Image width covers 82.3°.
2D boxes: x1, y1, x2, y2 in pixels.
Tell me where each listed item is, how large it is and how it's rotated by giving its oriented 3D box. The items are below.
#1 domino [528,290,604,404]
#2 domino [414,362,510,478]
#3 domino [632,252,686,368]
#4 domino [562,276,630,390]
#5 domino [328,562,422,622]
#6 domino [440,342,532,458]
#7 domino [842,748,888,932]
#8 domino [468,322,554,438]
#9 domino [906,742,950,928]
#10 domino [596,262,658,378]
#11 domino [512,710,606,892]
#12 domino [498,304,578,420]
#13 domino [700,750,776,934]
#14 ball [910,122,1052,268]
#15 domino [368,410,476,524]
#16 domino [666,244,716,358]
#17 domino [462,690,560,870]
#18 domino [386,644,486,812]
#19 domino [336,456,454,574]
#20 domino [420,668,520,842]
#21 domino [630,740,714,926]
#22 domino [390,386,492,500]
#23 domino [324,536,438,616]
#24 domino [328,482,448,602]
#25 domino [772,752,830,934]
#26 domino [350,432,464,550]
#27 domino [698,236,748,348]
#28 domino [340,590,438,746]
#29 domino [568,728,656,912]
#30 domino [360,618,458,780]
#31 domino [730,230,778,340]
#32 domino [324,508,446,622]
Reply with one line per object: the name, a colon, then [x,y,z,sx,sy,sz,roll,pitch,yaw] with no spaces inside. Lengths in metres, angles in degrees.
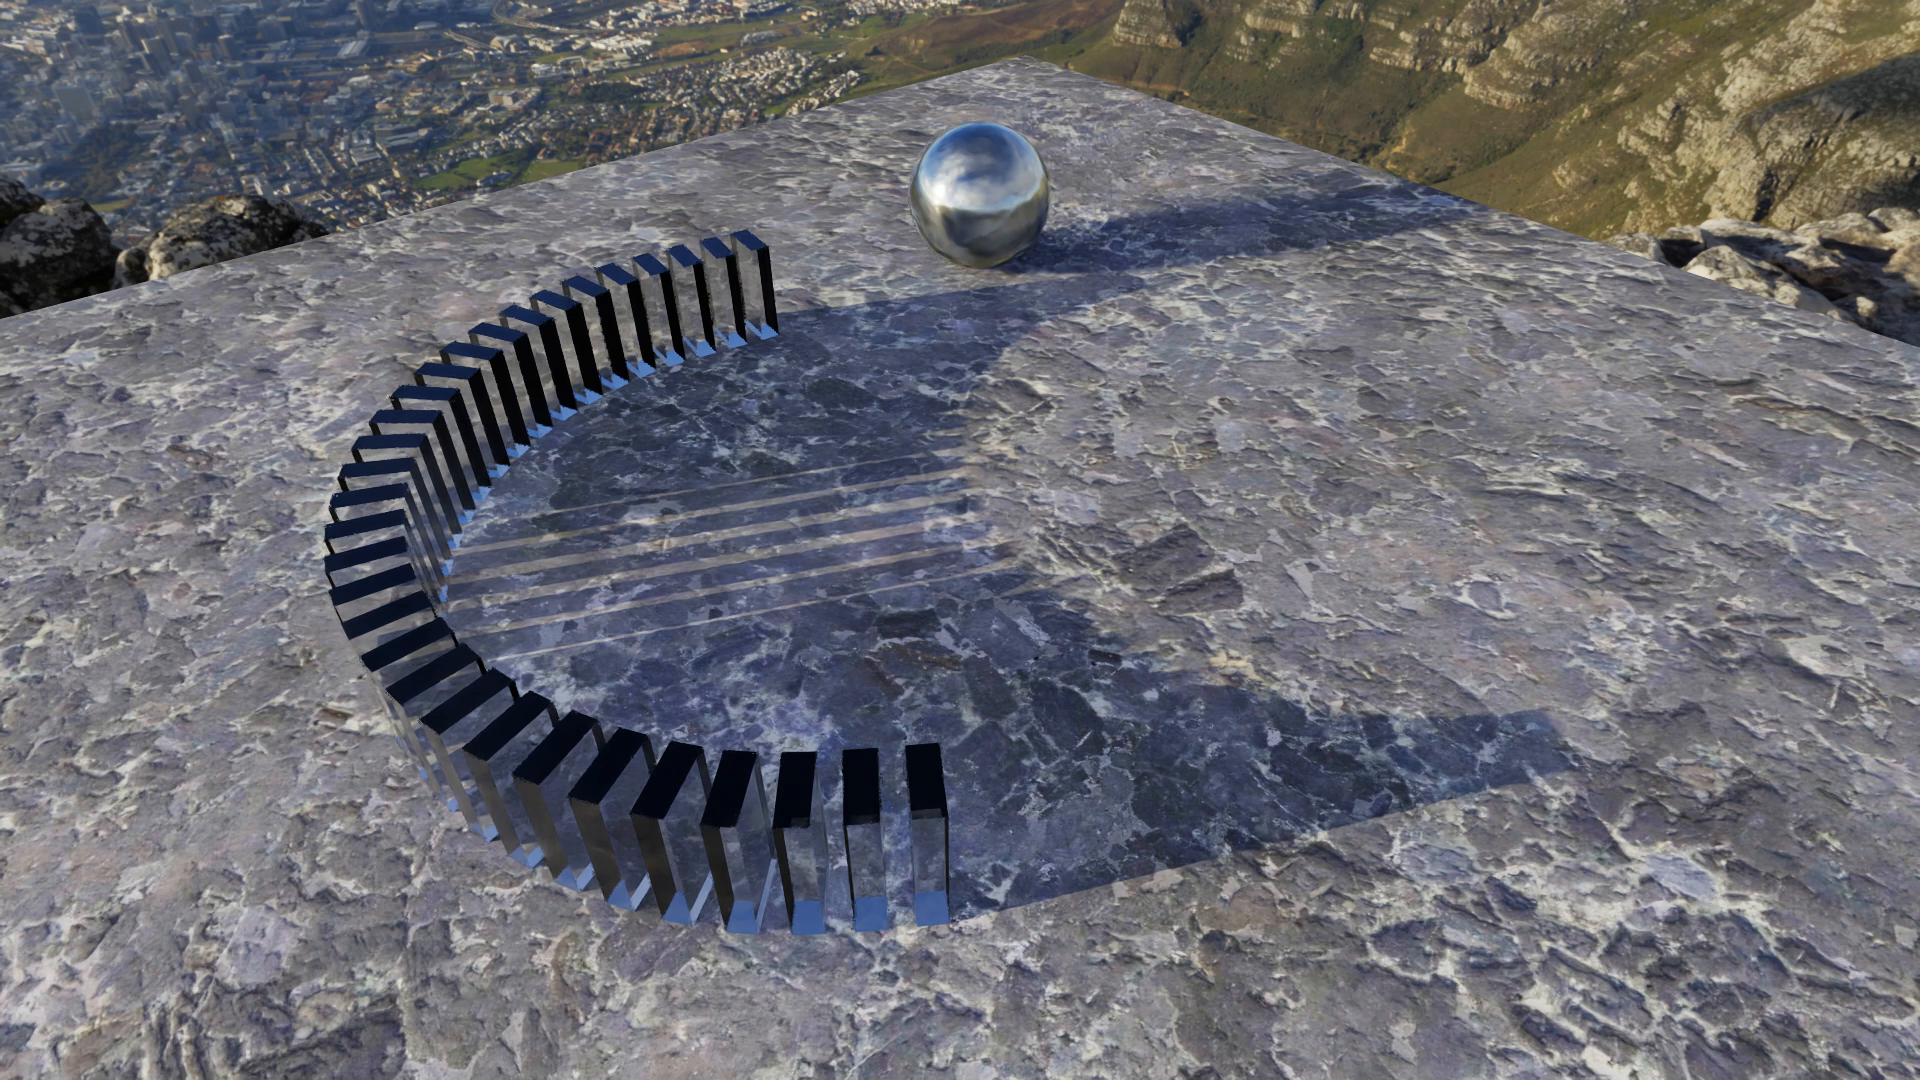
domino: [-0.187,-0.091,0.523,0.025,0.050,0.009,23,45,25]
domino: [-0.214,-0.051,0.474,0.025,0.050,0.009,7,40,9]
domino: [-0.151,-0.115,0.552,0.009,0.050,0.025,-25,45,-27]
domino: [-0.177,-0.100,0.534,0.025,0.050,0.009,27,47,29]
domino: [-0.189,0.034,0.370,0.025,0.050,0.010,-22,44,-25]
domino: [-0.210,-0.062,0.487,0.025,0.050,0.009,11,41,13]
domino: [-0.026,0.085,0.308,0.009,0.050,0.025,-3,39,-4]
domino: [-0.204,-0.072,0.500,0.025,0.050,0.010,15,42,18]
domino: [-0.009,0.083,0.310,0.010,0.050,0.025,-4,39,-5]
domino: [-0.165,-0.108,0.544,0.009,0.050,0.025,-30,48,-31]
domino: [-0.111,0.076,0.319,0.010,0.050,0.025,16,42,18]
domino: [-0.196,-0.082,0.512,0.025,0.050,0.009,19,43,22]
domino: [-0.061,0.085,0.308,0.010,0.050,0.025,3,39,4]
ball: [0.012,-0.196,0.627,0.080,0.080,0.080,0,39,0]
domino: [-0.218,-0.029,0.447,0.025,0.050,0.009,1,39,1]
domino: [-0.137,-0.121,0.560,0.009,0.050,0.025,-22,44,-24]
domino: [-0.127,0.071,0.325,0.009,0.050,0.025,20,43,22]
domino: [-0.155,0.058,0.340,0.010,0.050,0.025,29,47,31]
domino: [-0.215,-0.007,0.420,0.025,0.050,0.009,-7,40,-8]
domino: [-0.142,0.065,0.332,0.010,0.050,0.025,24,45,27]
domino: [-0.078,0.083,0.310,0.009,0.050,0.025,9,40,10]
domino: [-0.217,-0.040,0.461,0.025,0.050,0.010,4,39,5]
domino: [-0.198,0.024,0.382,0.025,0.050,0.009,-18,43,-20]
domino: [-0.211,0.003,0.407,0.025,0.050,0.009,-10,40,-12]
domino: [-0.044,0.085,0.307,0.010,0.050,0.025,-1,39,-1]
domino: [-0.217,-0.018,0.434,0.025,0.050,0.009,-3,39,-4]
domino: [-0.122,-0.127,0.567,0.009,0.050,0.025,-21,44,-23]
domino: [-0.179,0.043,0.360,0.025,0.050,0.010,-27,46,-29]
domino: [-0.095,0.080,0.314,0.009,0.050,0.025,12,41,14]
domino: [-0.168,0.051,0.349,0.025,0.050,0.009,-31,49,-32]
domino: [-0.107,-0.133,0.574,0.009,0.050,0.025,-23,45,-26]
domino: [-0.205,0.014,0.394,0.025,0.050,0.009,-14,41,-16]
